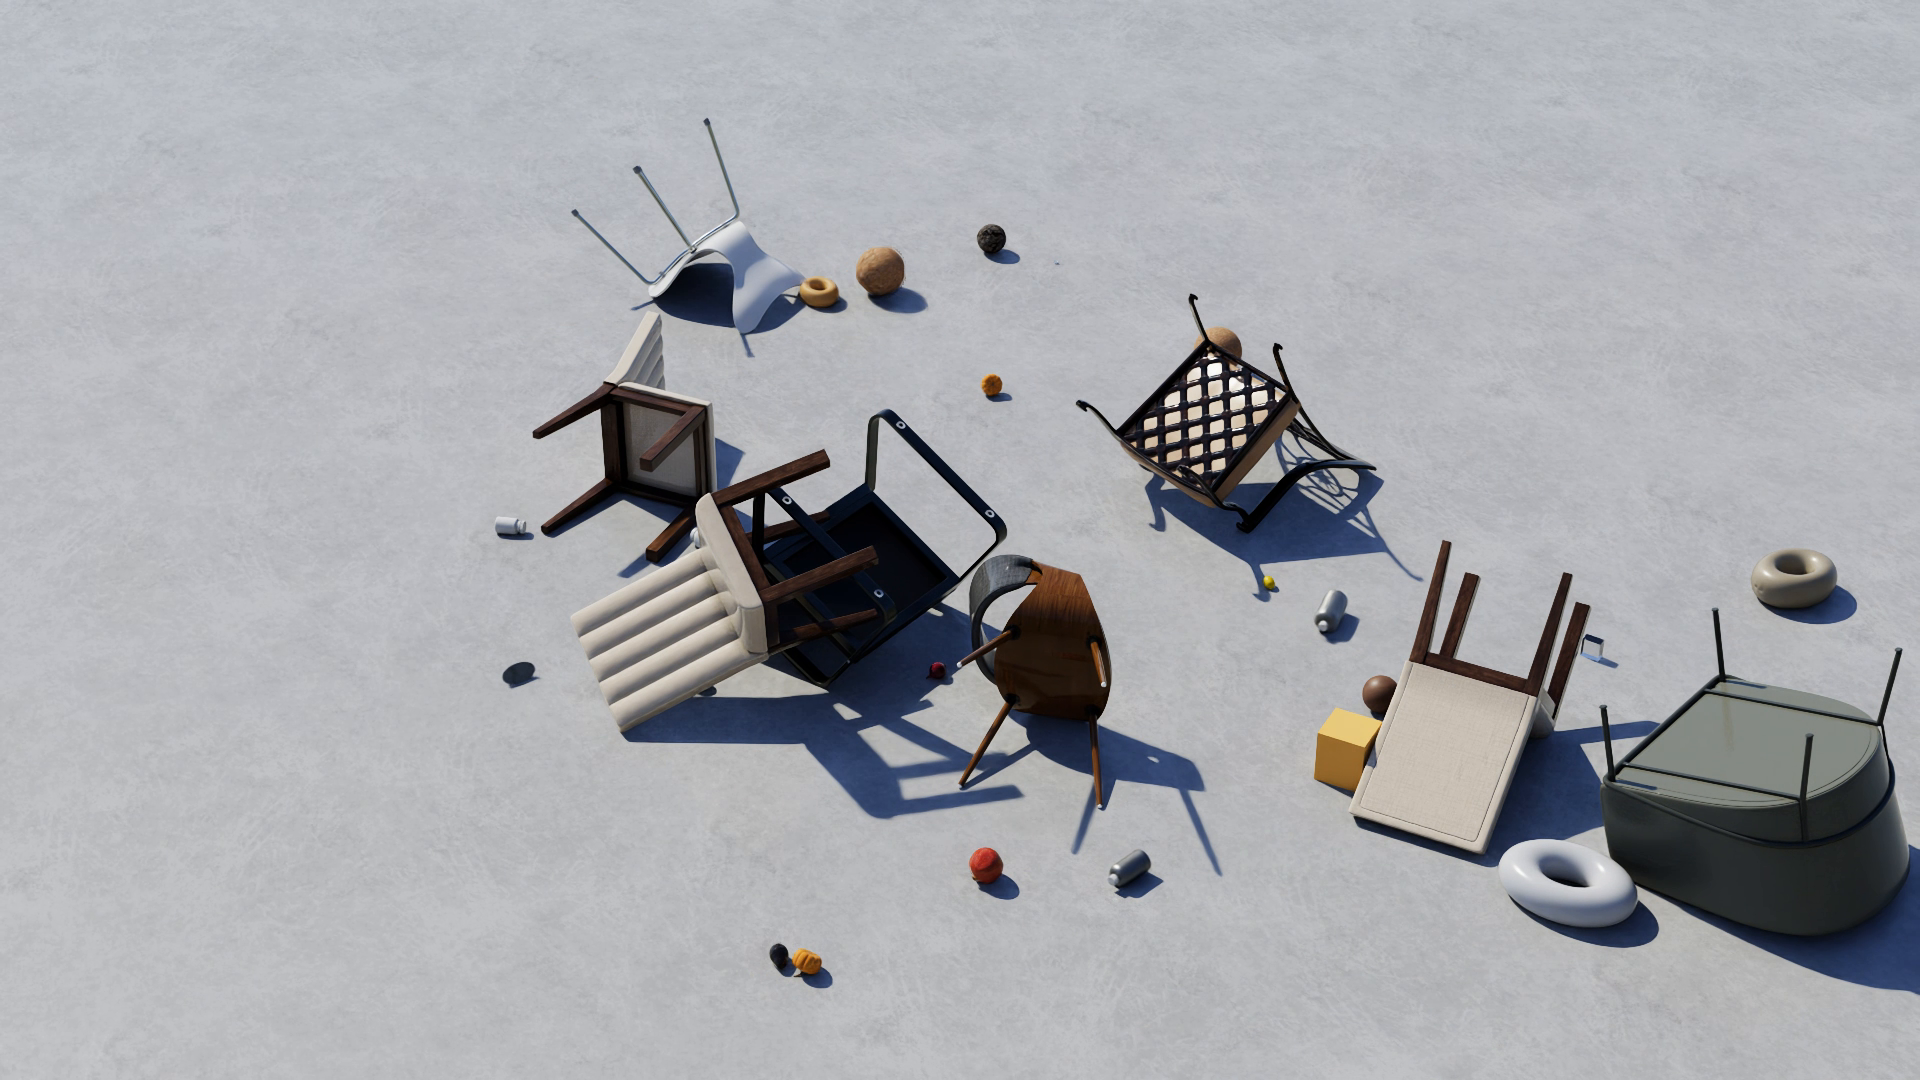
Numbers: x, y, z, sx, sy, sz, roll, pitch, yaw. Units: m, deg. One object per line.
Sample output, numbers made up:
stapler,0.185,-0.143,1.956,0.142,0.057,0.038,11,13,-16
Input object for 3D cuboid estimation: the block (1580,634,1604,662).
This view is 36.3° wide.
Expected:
block,2.223,0.378,10.306,0.067,0.071,0.037,21,39,29

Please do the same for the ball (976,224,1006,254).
ball,0.138,-1.319,12.829,0.129,0.129,0.129,0,33,0

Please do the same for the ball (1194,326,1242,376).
ball,1.050,-0.770,11.933,0.197,0.197,0.197,0,33,0

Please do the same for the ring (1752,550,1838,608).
ring,3.020,0.139,10.616,0.330,0.133,0.262,-14,34,-22

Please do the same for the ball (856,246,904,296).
ball,-0.340,-1.148,12.496,0.209,0.209,0.209,0,33,0

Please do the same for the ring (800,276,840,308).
ring,-0.598,-1.056,12.478,0.161,0.076,0.186,-22,40,-27

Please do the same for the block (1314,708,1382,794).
block,1.285,0.697,9.712,0.165,0.192,0.157,17,37,23

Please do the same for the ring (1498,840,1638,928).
ring,1.906,1.076,9.196,0.448,0.129,0.312,18,39,27

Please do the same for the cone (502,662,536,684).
cone,-1.546,0.465,10.213,0.127,0.070,0.052,-21,5,-29
